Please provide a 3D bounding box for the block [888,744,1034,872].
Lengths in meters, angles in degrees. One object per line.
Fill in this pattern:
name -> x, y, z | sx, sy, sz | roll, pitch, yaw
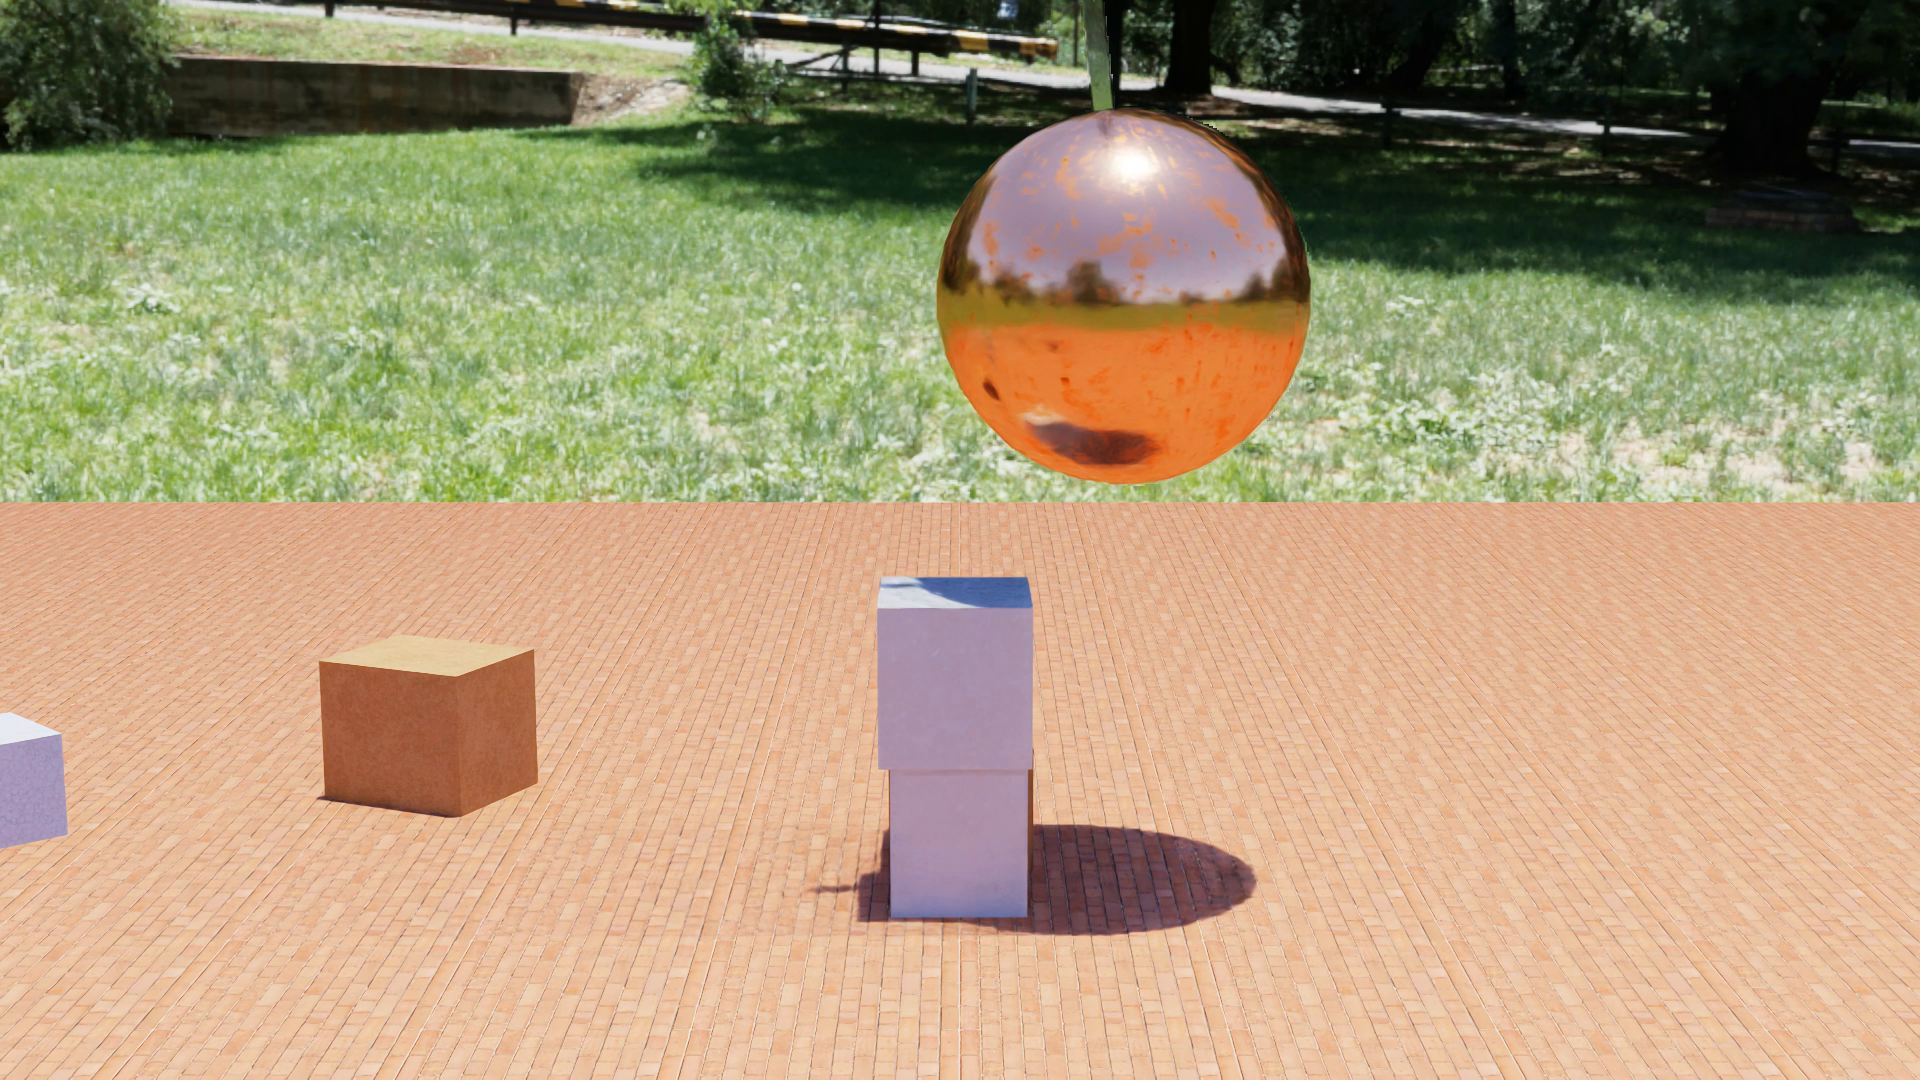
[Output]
block -> 0.002, 1.140, 11.705 | 0.641, 0.570, 0.674 | 0, 10, -1

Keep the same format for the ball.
ball -> 0.698, -1.038, 10.992 | 1.600, 1.600, 1.600 | 0, 10, 0

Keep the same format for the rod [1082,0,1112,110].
rod -> 0.303, -4.360, 10.388 | 0.080, 5.200, 0.080 | -7, 10, 1

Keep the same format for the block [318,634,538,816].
block -> -2.617, 0.903, 12.671 | 0.806, 0.690, 0.655 | 5, 11, 24

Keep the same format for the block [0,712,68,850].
block -> -4.554, 1.135, 11.961 | 0.535, 0.488, 0.559 | -10, 14, -43

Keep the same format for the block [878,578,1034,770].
block -> -0.023, 0.559, 10.942 | 0.644, 0.686, 0.658 | 0, 10, -1

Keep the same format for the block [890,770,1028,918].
block -> -0.004, 1.218, 11.052 | 0.575, 0.650, 0.601 | 0, 10, 0
